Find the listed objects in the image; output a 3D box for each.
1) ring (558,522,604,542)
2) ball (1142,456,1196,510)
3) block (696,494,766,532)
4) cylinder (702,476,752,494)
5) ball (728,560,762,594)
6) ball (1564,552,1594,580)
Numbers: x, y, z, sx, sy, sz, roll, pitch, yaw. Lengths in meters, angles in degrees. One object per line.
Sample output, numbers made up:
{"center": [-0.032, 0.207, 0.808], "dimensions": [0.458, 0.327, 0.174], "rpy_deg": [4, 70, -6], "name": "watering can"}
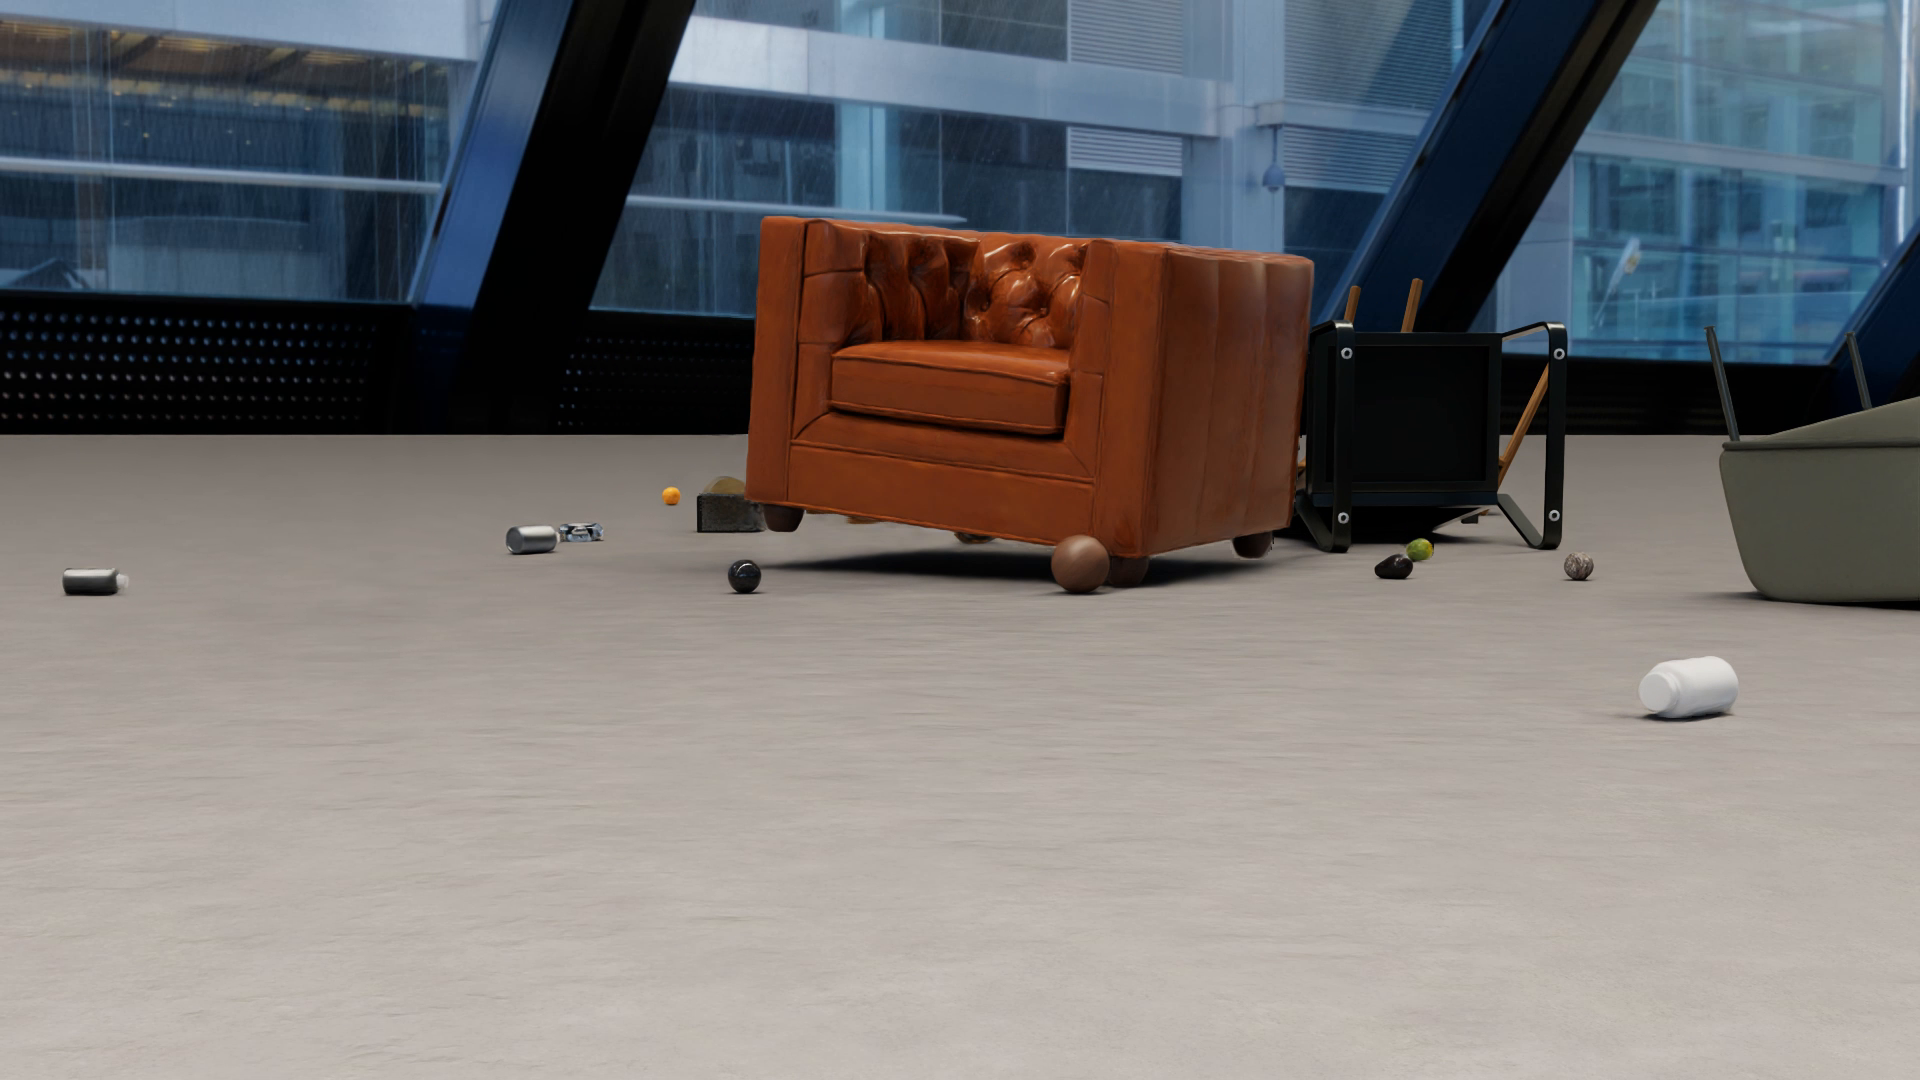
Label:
{"center": [-1.125, -0.023, 6.517], "dimensions": [0.133, 0.050, 0.150], "rpy_deg": [-3, 6, -24], "name": "ring"}
{"center": [0.780, -0.212, 8.192], "dimensions": [0.198, 0.198, 0.198], "rpy_deg": [0, 4, 0], "name": "ball"}
{"center": [-0.721, -0.085, 6.951], "dimensions": [0.197, 0.114, 0.161], "rpy_deg": [0, 4, 2], "name": "block"}
{"center": [-0.789, -0.138, 7.446], "dimensions": [0.147, 0.153, 0.170], "rpy_deg": [-10, 6, -13], "name": "cylinder"}
{"center": [-0.474, 0.080, 4.837], "dimensions": [0.075, 0.075, 0.075], "rpy_deg": [0, 4, 0], "name": "ball"}
{"center": [1.455, 0.061, 5.172], "dimensions": [0.067, 0.067, 0.067], "rpy_deg": [0, 4, 0], "name": "ball"}
